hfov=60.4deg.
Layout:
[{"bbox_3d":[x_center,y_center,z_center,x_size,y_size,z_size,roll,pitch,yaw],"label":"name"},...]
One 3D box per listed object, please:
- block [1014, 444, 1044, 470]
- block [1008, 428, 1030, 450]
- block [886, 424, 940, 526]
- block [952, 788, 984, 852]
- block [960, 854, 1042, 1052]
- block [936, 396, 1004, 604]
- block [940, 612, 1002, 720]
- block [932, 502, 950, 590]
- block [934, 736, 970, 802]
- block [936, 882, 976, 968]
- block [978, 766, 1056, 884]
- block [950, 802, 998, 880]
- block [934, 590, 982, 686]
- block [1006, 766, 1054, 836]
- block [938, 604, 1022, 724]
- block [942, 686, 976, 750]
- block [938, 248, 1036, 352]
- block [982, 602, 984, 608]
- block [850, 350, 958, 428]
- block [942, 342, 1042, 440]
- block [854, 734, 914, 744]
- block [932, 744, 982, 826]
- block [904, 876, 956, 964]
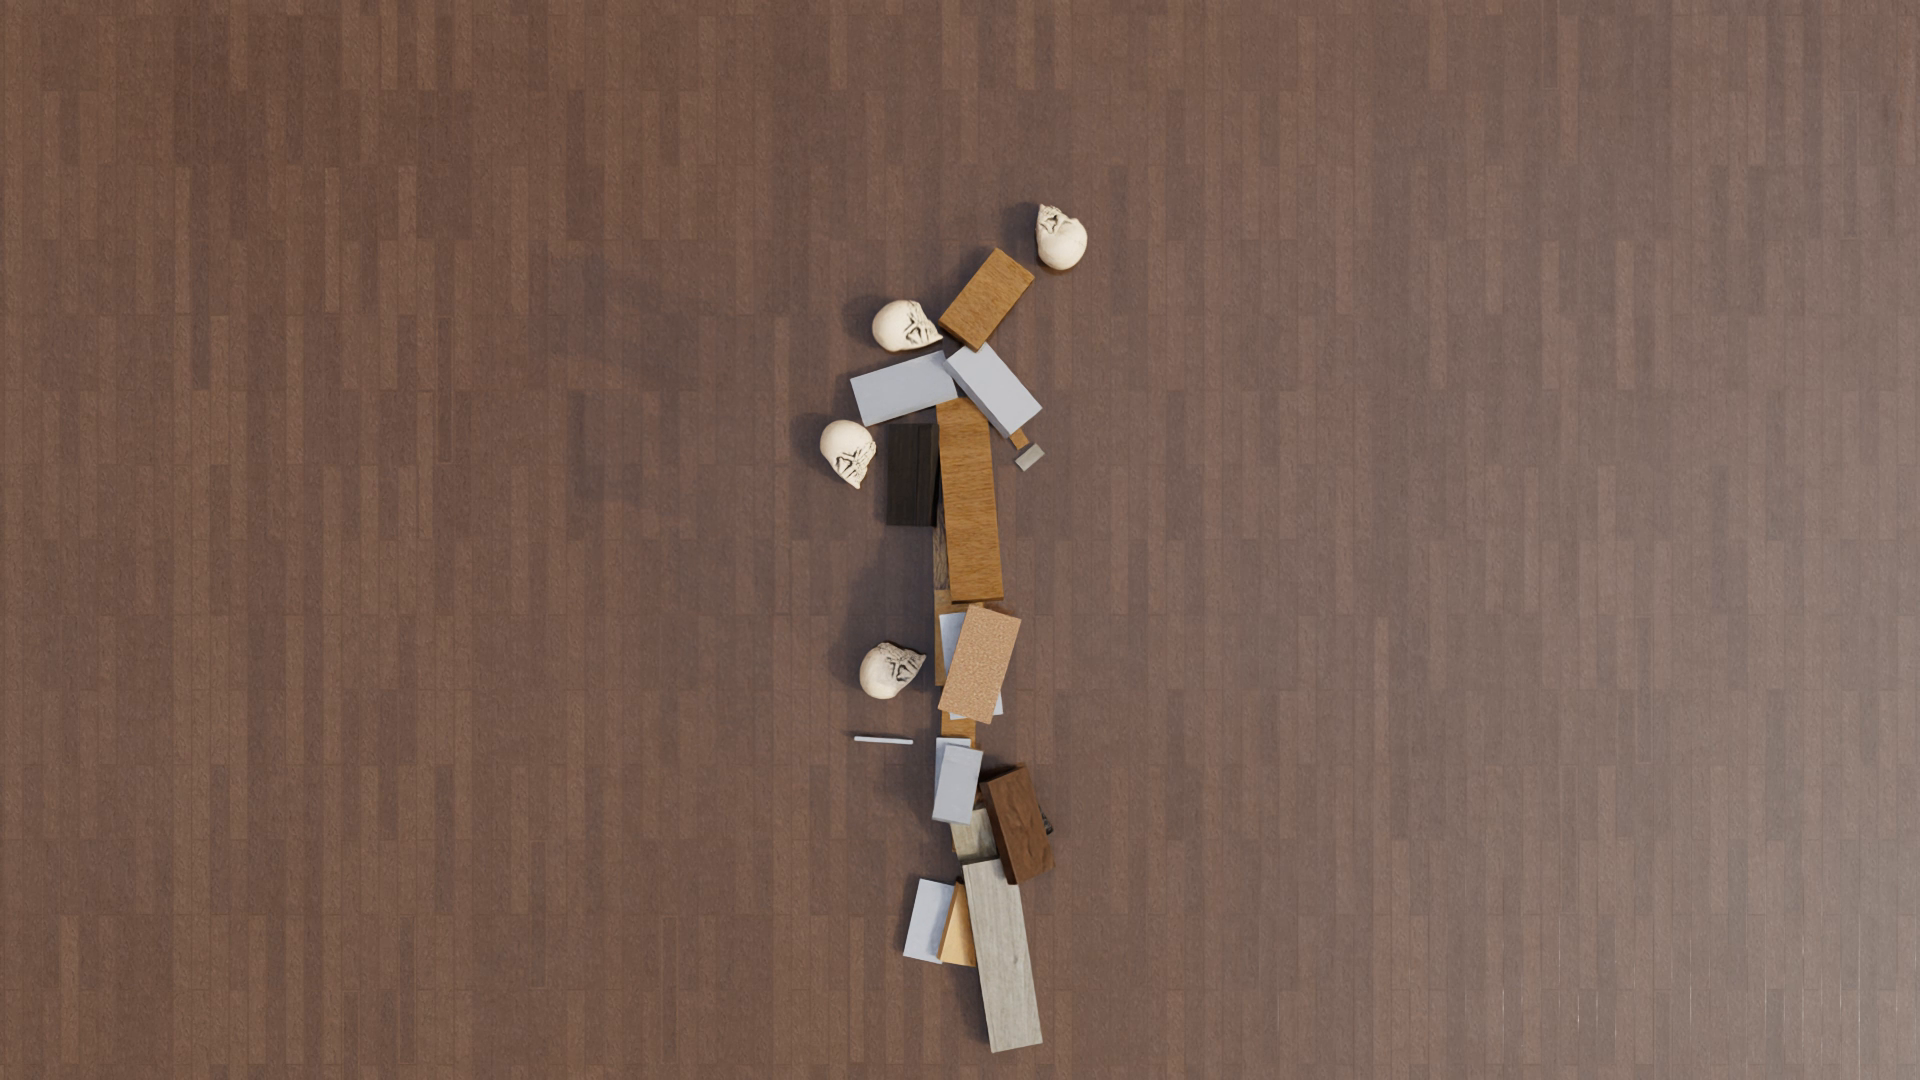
[{"bbox_3d":[0.233,-0.275,5.493,0.092,0.013,0.046,-40,90,0],"label":"block"},{"bbox_3d":[0.187,-0.350,5.493,0.046,0.013,0.092,-34,90,0],"label":"block"},{"bbox_3d":[-0.156,-0.214,5.436,0.167,0.047,0.335,2,90,31],"label":"block"},{"bbox_3d":[0.028,0.922,5.436,0.112,0.032,0.225,-2,113,-4],"label":"block"},{"bbox_3d":[0.137,1.360,5.437,0.172,0.049,0.639,-9,95,-7],"label":"block"},{"bbox_3d":[0.030,-0.135,5.386,0.167,0.047,0.687,-5,75,0],"label":"block"},{"bbox_3d":[0.035,0.396,5.266,0.167,0.047,0.335,-6,88,-1],"label":"block"},{"bbox_3d":[-0.011,0.032,5.431,0.154,0.044,0.309,-1,77,-1],"label":"block"},{"bbox_3d":[-0.025,0.766,5.452,0.113,0.032,0.225,2,90,0],"label":"block"},{"bbox_3d":[0.021,1.272,5.460,0.131,0.037,0.261,15,89,-18],"label":"block"},{"bbox_3d":[0.189,0.932,5.393,0.172,0.049,0.345,-16,90,-38],"label":"block"},{"bbox_3d":[0.048,0.994,5.431,0.131,0.037,0.261,-12,113,0],"label":"block"},{"bbox_3d":[-0.004,0.315,5.349,0.154,0.044,0.309,0,88,-1],"label":"block"},{"bbox_3d":[0.195,0.890,5.483,0.123,0.035,0.247,-31,90,0],"label":"block"},{"bbox_3d":[0.062,0.391,5.218,0.172,0.049,0.345,17,88,0],"label":"block"},{"bbox_3d":[-0.007,0.682,5.484,0.113,0.032,0.443,2,90,0],"label":"block"},{"bbox_3d":[0.087,-0.791,5.441,0.161,0.046,0.322,37,77,0],"label":"block"},{"bbox_3d":[0.001,0.235,5.428,0.154,0.044,0.309,0,77,0],"label":"block"},{"bbox_3d":[-0.185,-0.501,5.453,0.322,0.046,0.161,-17,71,0],"label":"block"},{"bbox_3d":[0.107,-0.506,5.442,0.161,0.046,0.322,-40,90,-28],"label":"block"},{"bbox_3d":[-0.253,0.663,5.477,0.192,0.046,0.013,4,90,0],"label":"block"},{"bbox_3d":[-0.008,0.798,5.368,0.123,0.035,0.247,11,66,1],"label":"block"},{"bbox_3d":[-0.096,1.263,5.482,0.131,0.037,0.261,12,90,0],"label":"block"}]
